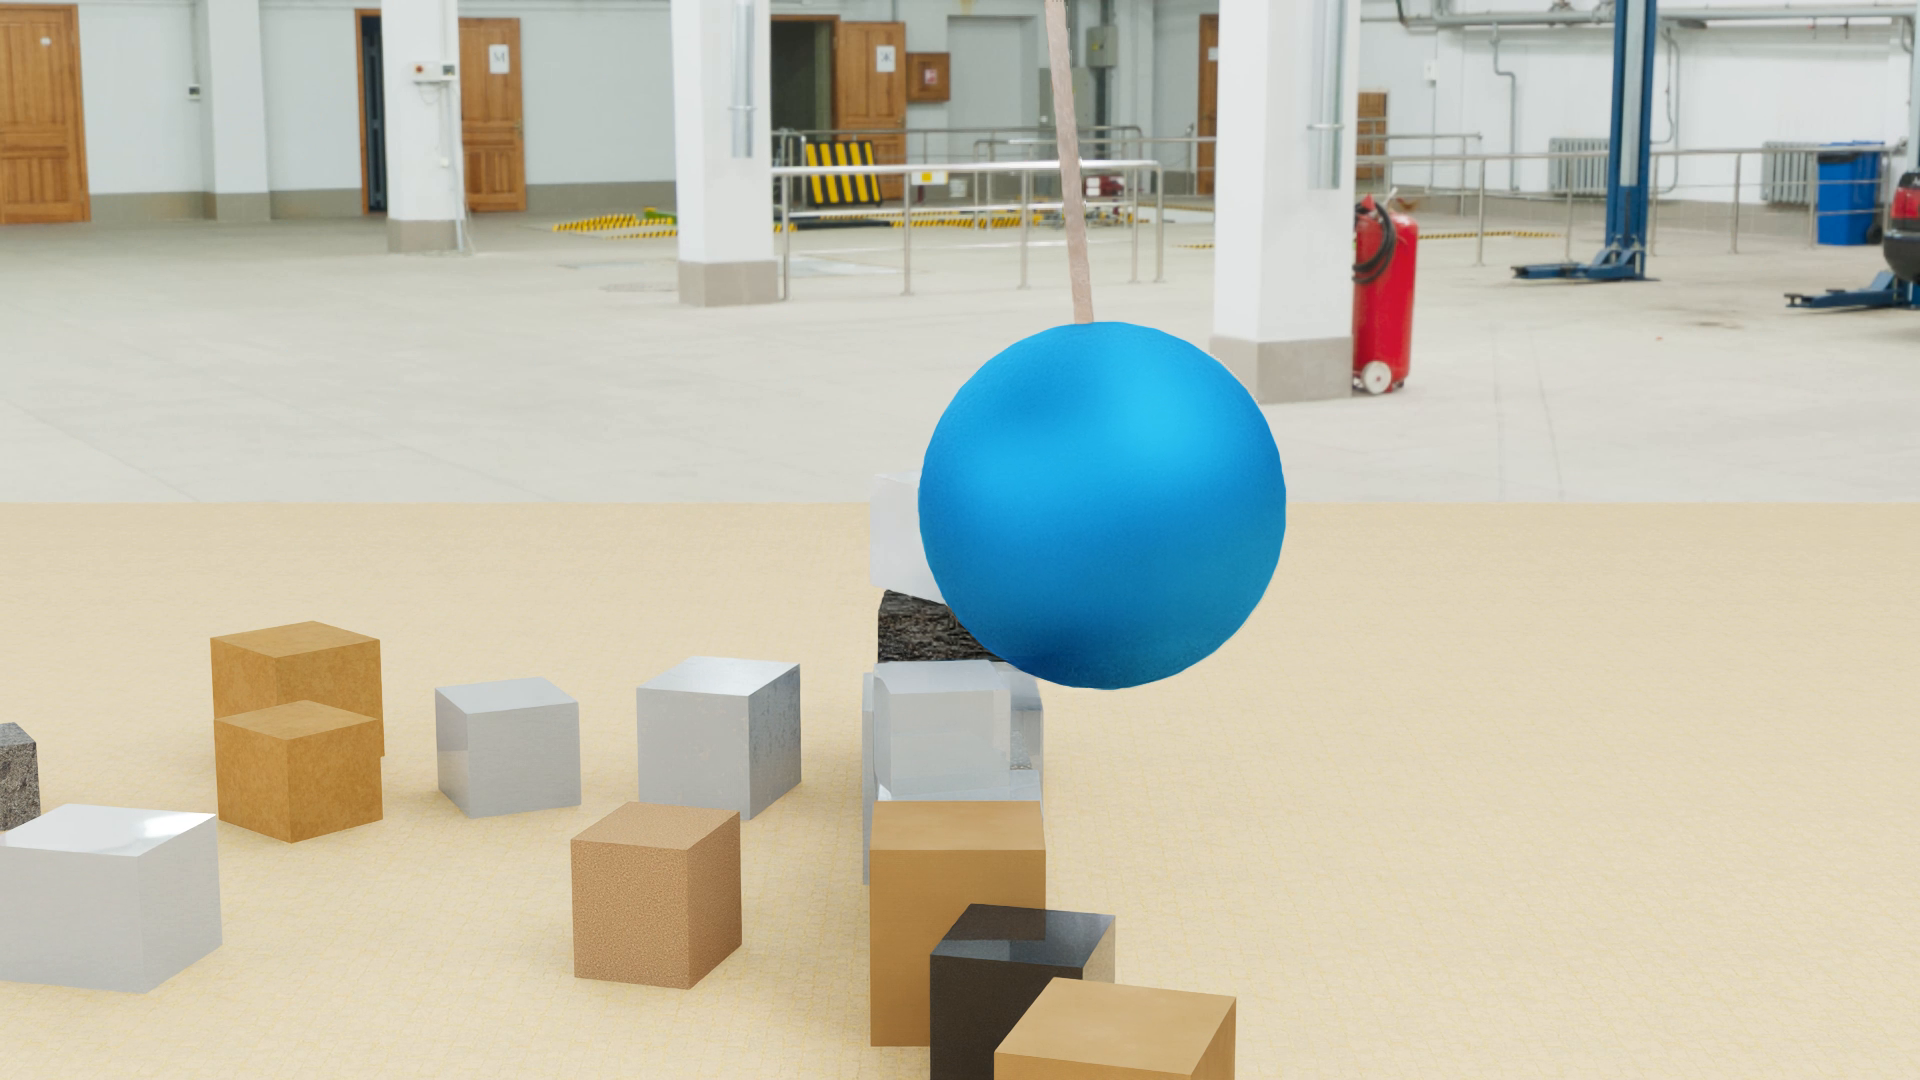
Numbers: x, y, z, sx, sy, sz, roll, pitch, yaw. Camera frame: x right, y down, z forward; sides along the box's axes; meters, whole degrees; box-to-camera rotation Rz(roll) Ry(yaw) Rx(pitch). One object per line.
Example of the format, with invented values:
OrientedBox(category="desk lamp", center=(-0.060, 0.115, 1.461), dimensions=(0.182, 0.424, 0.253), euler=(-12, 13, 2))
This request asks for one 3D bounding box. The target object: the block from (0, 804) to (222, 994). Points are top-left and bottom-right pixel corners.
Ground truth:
OrientedBox(category="block", center=(-3.408, 1.418, 10.224), dimensions=(0.677, 0.552, 0.585), euler=(3, 11, 14))

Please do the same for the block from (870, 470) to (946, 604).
OrientedBox(category="block", center=(0.002, -0.036, 13.140), dimensions=(0.640, 0.575, 0.686), euler=(-8, 13, -38))

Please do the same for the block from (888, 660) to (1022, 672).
OrientedBox(category="block", center=(0.004, 0.983, 12.287), dimensions=(0.716, 0.669, 0.696), euler=(0, 10, 0))

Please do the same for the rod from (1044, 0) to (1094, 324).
OrientedBox(category="rod", center=(0.267, -3.478, 10.548), dimensions=(0.080, 5.200, 0.080), euler=(-6, 10, 1))

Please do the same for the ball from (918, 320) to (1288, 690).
OrientedBox(category="ball", center=(0.616, -0.150, 11.153), dimensions=(1.600, 1.600, 1.600), euler=(0, 10, 0))

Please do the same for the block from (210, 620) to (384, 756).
OrientedBox(category="block", center=(-3.443, 0.816, 13.336), dimensions=(0.605, 0.622, 0.657), euler=(-10, 14, -44))

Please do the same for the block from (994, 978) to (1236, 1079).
OrientedBox(category="block", center=(0.480, 1.793, 7.810), dimensions=(0.589, 0.677, 0.665), euler=(3, 11, 17))

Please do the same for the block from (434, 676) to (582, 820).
OrientedBox(category="block", center=(-2.218, 1.009, 12.575), dimensions=(0.550, 0.515, 0.596), euler=(-5, 11, -26))

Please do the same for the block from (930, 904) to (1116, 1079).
OrientedBox(category="block", center=(0.224, 1.645, 8.910), dimensions=(0.528, 0.576, 0.562), euler=(3, 11, 14))

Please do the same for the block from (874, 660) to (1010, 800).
OrientedBox(category="block", center=(-0.078, 0.767, 10.281), dimensions=(0.472, 0.453, 0.529), euler=(-2, 10, -9))

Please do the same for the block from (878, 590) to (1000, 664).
OrientedBox(category="block", center=(-0.018, 0.730, 13.042), dimensions=(0.742, 0.898, 0.839), euler=(0, 10, 2))

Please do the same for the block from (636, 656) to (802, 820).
OrientedBox(category="block", center=(-1.173, 0.960, 12.579), dimensions=(0.573, 0.611, 0.714), euler=(3, 11, 16))

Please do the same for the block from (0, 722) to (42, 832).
OrientedBox(category="block", center=(-4.664, 1.138, 12.168), dimensions=(0.472, 0.407, 0.450), euler=(-6, 12, -32))

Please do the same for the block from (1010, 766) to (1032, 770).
OrientedBox(category="block", center=(-0.007, 1.297, 10.921), dimensions=(0.642, 0.540, 0.567), euler=(0, 10, 0))

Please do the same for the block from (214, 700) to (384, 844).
OrientedBox(category="block", center=(-3.143, 1.091, 12.189), dimensions=(0.589, 0.492, 0.516), euler=(9, 14, 40))

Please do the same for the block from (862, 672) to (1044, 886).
OrientedBox(category="block", center=(-0.042, 1.059, 11.552), dimensions=(0.789, 0.783, 0.740), euler=(0, 10, -2))

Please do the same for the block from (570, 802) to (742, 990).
OrientedBox(category="block", center=(-1.204, 1.409, 10.239), dimensions=(0.489, 0.564, 0.555), euler=(3, 11, 16))

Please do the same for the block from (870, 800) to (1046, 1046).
OrientedBox(category="block", center=(-0.010, 1.428, 9.627), dimensions=(0.637, 0.746, 0.633), euler=(0, 10, 0))

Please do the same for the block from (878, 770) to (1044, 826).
OrientedBox(category="block", center=(0.000, 1.341, 10.287), dimensions=(0.644, 0.680, 0.677), euler=(0, 10, 0))
